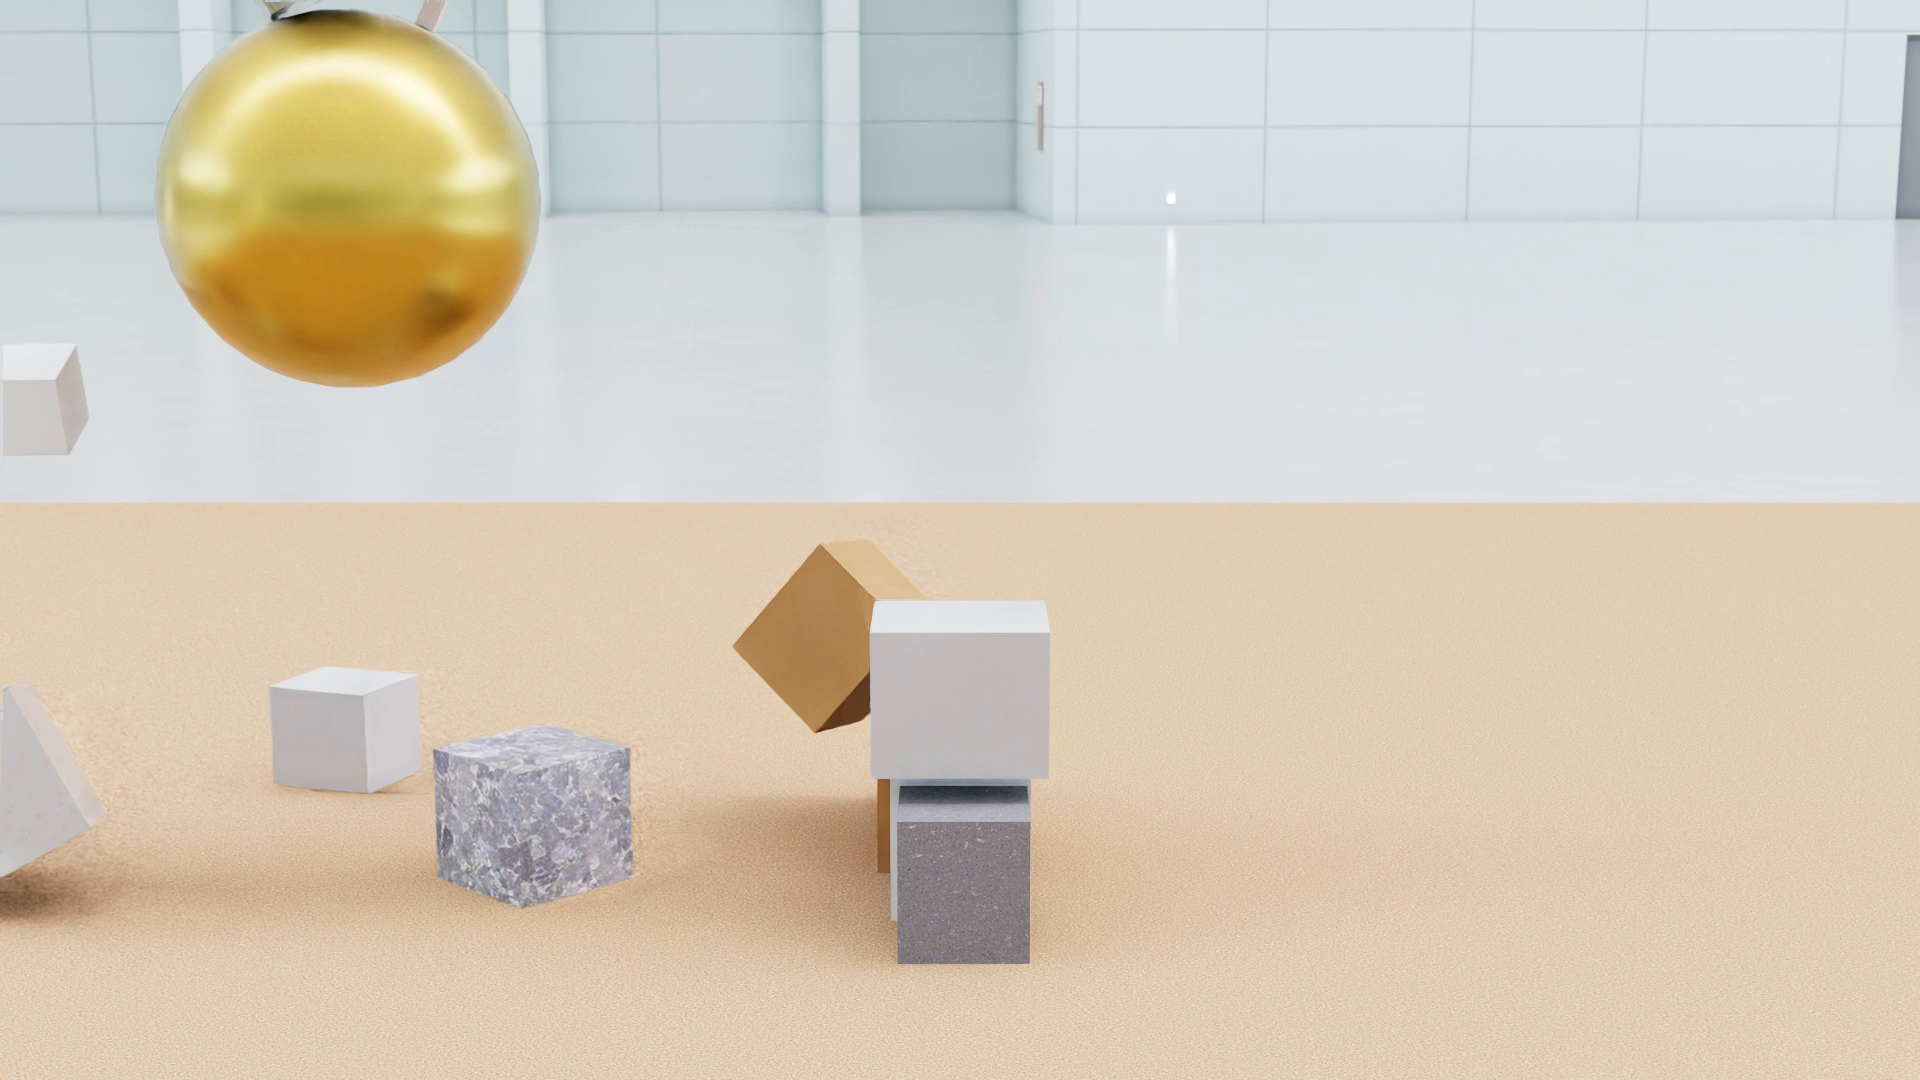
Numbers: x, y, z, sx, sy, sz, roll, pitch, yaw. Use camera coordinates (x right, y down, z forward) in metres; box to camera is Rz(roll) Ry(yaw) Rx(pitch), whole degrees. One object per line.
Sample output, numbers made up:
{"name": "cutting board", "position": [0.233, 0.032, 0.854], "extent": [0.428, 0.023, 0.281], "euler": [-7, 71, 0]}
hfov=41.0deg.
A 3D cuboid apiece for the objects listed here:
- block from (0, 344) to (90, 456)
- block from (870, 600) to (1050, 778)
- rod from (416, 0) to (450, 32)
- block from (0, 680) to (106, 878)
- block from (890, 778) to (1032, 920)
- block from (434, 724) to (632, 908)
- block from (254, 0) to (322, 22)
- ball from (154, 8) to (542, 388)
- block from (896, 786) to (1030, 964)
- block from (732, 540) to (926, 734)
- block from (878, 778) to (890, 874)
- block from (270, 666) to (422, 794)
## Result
{"name": "block", "position": [-4.036, -0.612, 11.186], "extent": [0.331, 0.363, 0.363], "euler": [-1, 29, -3]}
{"name": "block", "position": [-0.001, 0.611, 10.633], "extent": [0.722, 0.605, 0.635], "euler": [0, 10, 0]}
{"name": "rod", "position": [-1.123, -4.463, 10.369], "extent": [0.080, 5.200, 0.080], "euler": [25, 9, -4]}
{"name": "block", "position": [-4.135, 1.056, 10.997], "extent": [0.587, 0.684, 0.671], "euler": [-30, 6, -12]}
{"name": "block", "position": [0.003, 1.201, 11.020], "extent": [0.587, 0.694, 0.635], "euler": [0, 10, 0]}
{"name": "block", "position": [-1.877, 1.203, 11.290], "extent": [0.608, 0.594, 0.607], "euler": [10, 14, 43]}
{"name": "block", "position": [-2.824, -2.527, 10.742], "extent": [0.474, 0.546, 0.464], "euler": [-32, 11, -11]}
{"name": "ball", "position": [-2.592, -1.447, 10.917], "extent": [1.600, 1.600, 1.600], "euler": [0, 10, 0]}
{"name": "block", "position": [0.015, 1.358, 10.453], "extent": [0.529, 0.589, 0.518], "euler": [0, 10, 0]}
{"name": "block", "position": [-0.562, 0.449, 12.187], "extent": [0.580, 0.669, 0.577], "euler": [45, 16, 13]}
{"name": "block", "position": [-0.024, 1.052, 11.666], "extent": [0.676, 0.757, 0.661], "euler": [0, 10, 1]}
{"name": "block", "position": [-3.089, 0.951, 12.919], "extent": [0.549, 0.502, 0.481], "euler": [3, 11, 21]}
